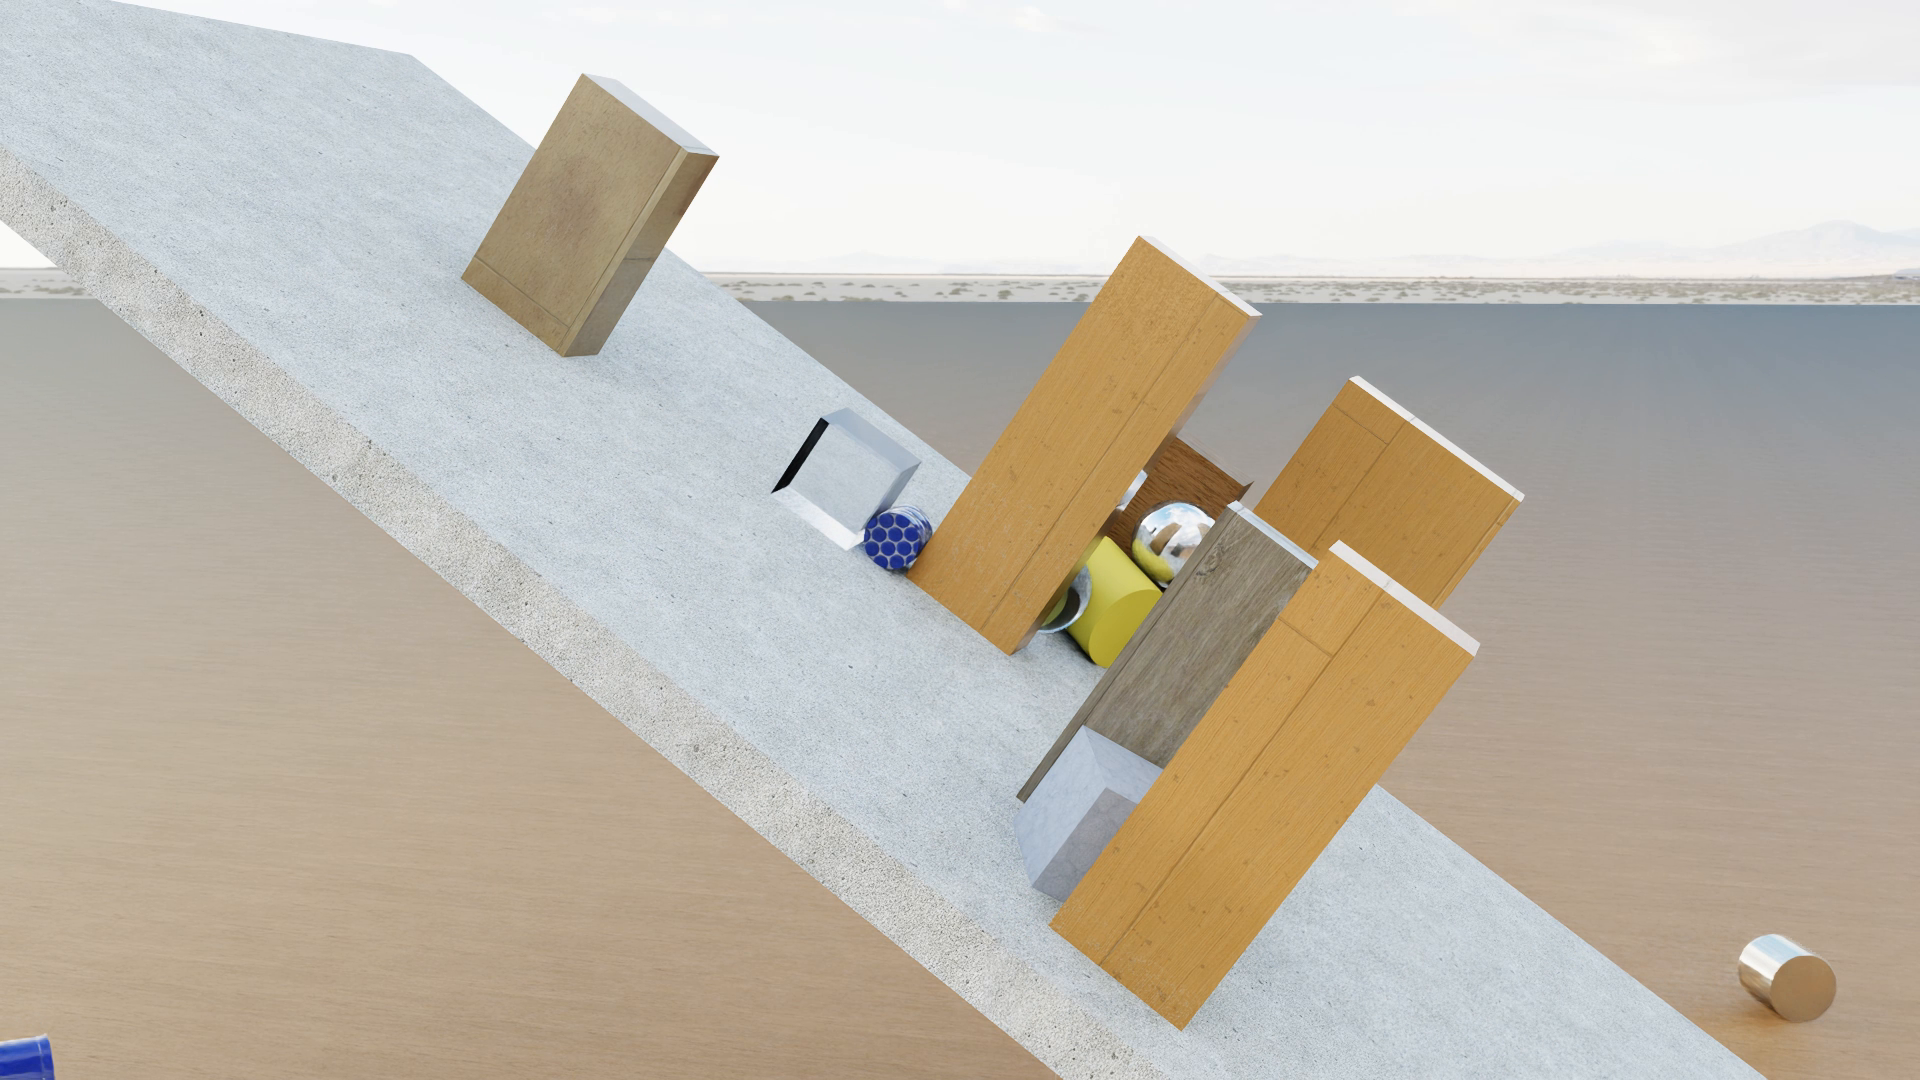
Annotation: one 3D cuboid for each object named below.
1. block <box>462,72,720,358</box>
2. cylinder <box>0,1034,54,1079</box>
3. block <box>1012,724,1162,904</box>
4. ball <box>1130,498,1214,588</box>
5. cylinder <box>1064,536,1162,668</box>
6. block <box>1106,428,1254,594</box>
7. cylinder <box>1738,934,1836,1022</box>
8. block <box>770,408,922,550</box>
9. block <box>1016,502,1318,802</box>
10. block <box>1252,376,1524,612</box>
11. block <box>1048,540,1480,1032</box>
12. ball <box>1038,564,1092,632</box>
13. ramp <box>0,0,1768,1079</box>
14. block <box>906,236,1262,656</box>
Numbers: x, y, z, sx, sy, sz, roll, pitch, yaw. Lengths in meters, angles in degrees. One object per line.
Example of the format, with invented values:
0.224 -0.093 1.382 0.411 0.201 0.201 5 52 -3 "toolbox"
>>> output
-0.690 -0.602 4.101 0.254 0.453 0.144 37 16 10 "block"
-2.075 1.183 4.768 0.188 0.188 0.188 -4 8 -30 "cylinder"
0.227 0.445 3.350 0.194 0.194 0.194 30 16 -18 "block"
0.439 0.008 4.467 0.183 0.183 0.183 0 7 0 "ball"
0.291 0.123 4.445 0.194 0.194 0.194 -5 37 -33 "cylinder"
0.329 -0.067 4.658 0.396 0.425 0.131 37 16 10 "block"
2.074 1.100 5.523 0.173 0.173 0.173 -1 7 -7 "cylinder"
-0.213 -0.118 4.154 0.179 0.179 0.179 36 15 5 "block"
0.420 0.296 3.455 0.405 0.585 0.081 37 16 10 "block"
0.727 0.096 4.385 0.402 0.746 0.141 37 16 10 "block"
0.424 0.350 3.113 0.241 0.685 0.110 37 16 10 "block"
0.167 0.090 4.307 0.184 0.184 0.184 0 7 0 "ball"
-0.092 0.165 4.083 4.000 0.100 2.000 37 16 10 "ramp"
0.225 -0.172 4.094 0.251 0.777 0.127 37 16 10 "block"
